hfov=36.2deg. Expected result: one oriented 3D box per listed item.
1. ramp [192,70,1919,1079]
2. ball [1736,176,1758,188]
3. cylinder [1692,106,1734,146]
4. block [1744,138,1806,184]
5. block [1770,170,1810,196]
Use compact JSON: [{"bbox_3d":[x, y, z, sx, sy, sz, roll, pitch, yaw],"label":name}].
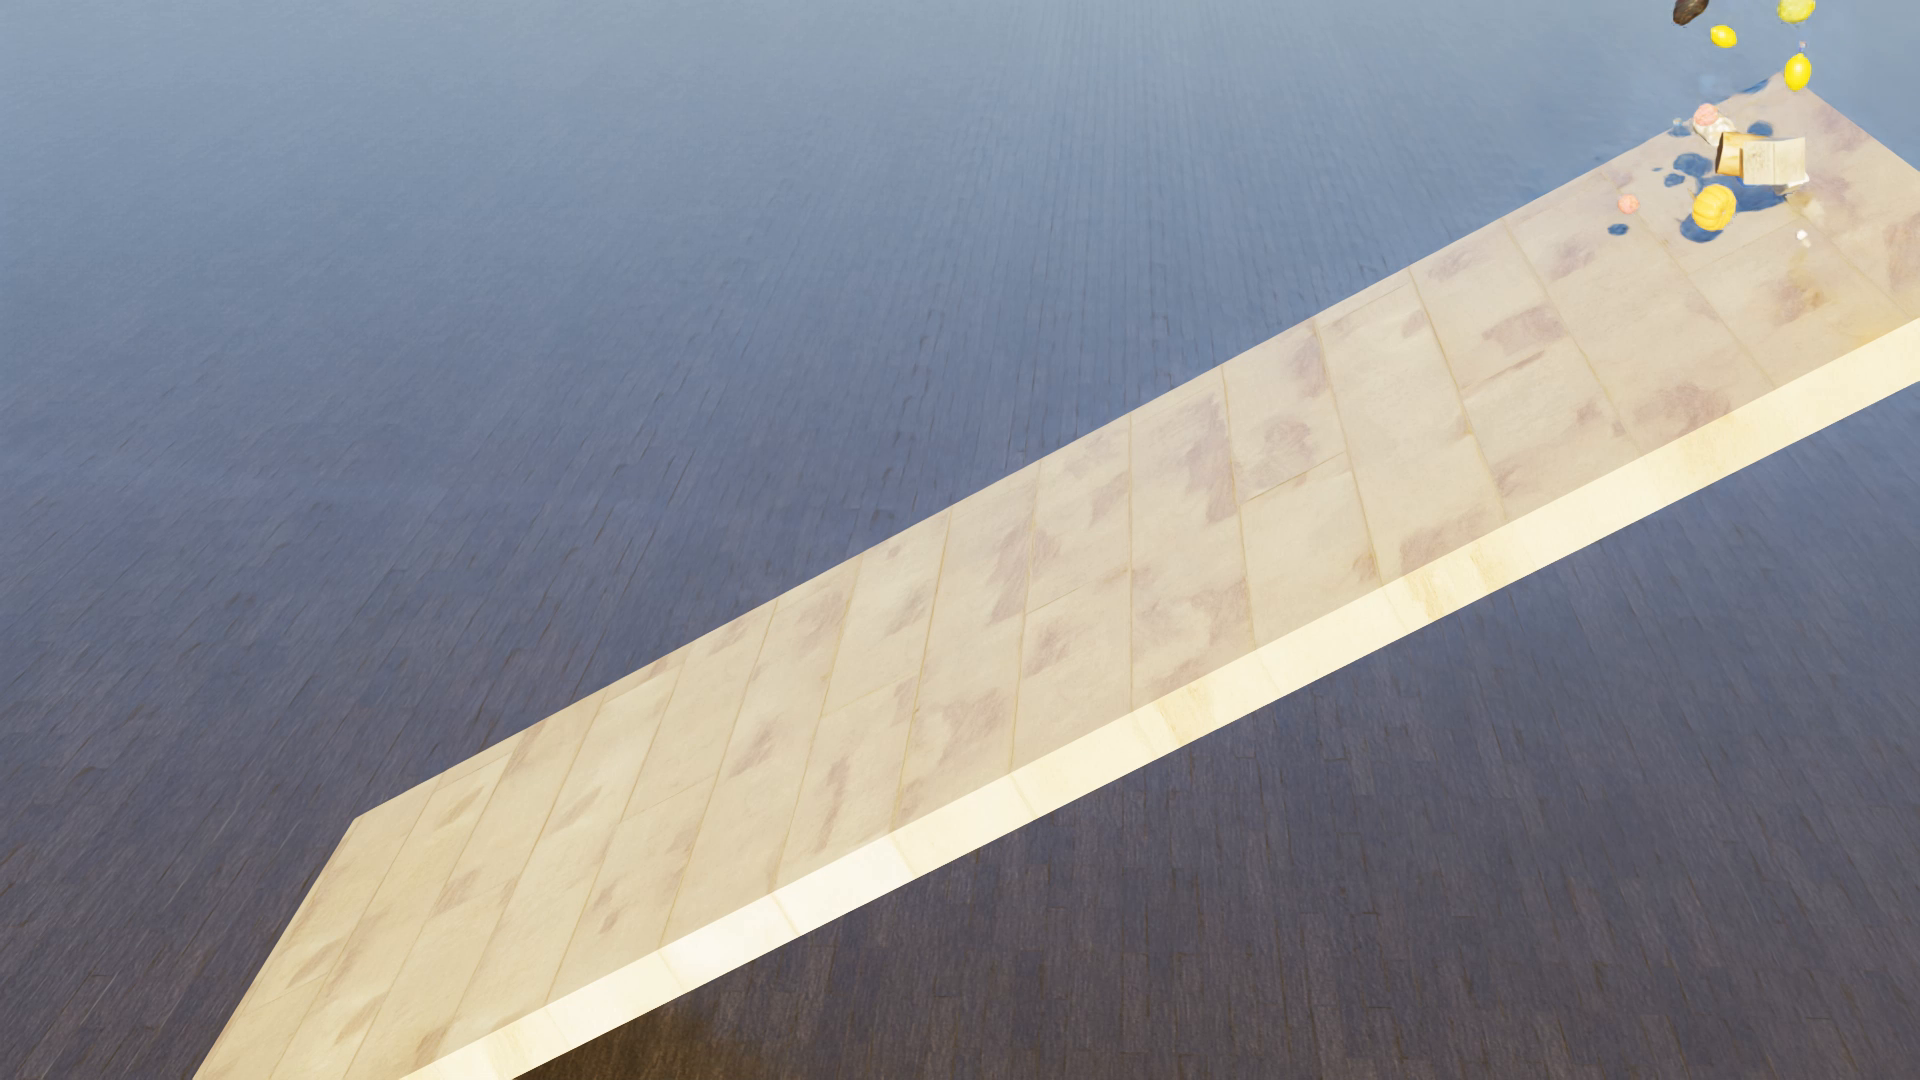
[{"bbox_3d":[0.142,0.167,6.283,4.000,0.100,2.000,-28,14,11],"label":"ramp"},{"bbox_3d":[1.551,-0.717,5.779,0.052,0.052,0.052,0,18,0],"label":"ball"},{"bbox_3d":[1.525,-0.837,5.956,0.062,0.062,0.062,-5,31,-14],"label":"cylinder"},{"bbox_3d":[1.549,-0.721,5.595,0.081,0.081,0.081,-14,14,-38],"label":"block"},{"bbox_3d":[1.668,-0.731,5.929,0.051,0.051,0.051,-18,-10,-22],"label":"block"}]
